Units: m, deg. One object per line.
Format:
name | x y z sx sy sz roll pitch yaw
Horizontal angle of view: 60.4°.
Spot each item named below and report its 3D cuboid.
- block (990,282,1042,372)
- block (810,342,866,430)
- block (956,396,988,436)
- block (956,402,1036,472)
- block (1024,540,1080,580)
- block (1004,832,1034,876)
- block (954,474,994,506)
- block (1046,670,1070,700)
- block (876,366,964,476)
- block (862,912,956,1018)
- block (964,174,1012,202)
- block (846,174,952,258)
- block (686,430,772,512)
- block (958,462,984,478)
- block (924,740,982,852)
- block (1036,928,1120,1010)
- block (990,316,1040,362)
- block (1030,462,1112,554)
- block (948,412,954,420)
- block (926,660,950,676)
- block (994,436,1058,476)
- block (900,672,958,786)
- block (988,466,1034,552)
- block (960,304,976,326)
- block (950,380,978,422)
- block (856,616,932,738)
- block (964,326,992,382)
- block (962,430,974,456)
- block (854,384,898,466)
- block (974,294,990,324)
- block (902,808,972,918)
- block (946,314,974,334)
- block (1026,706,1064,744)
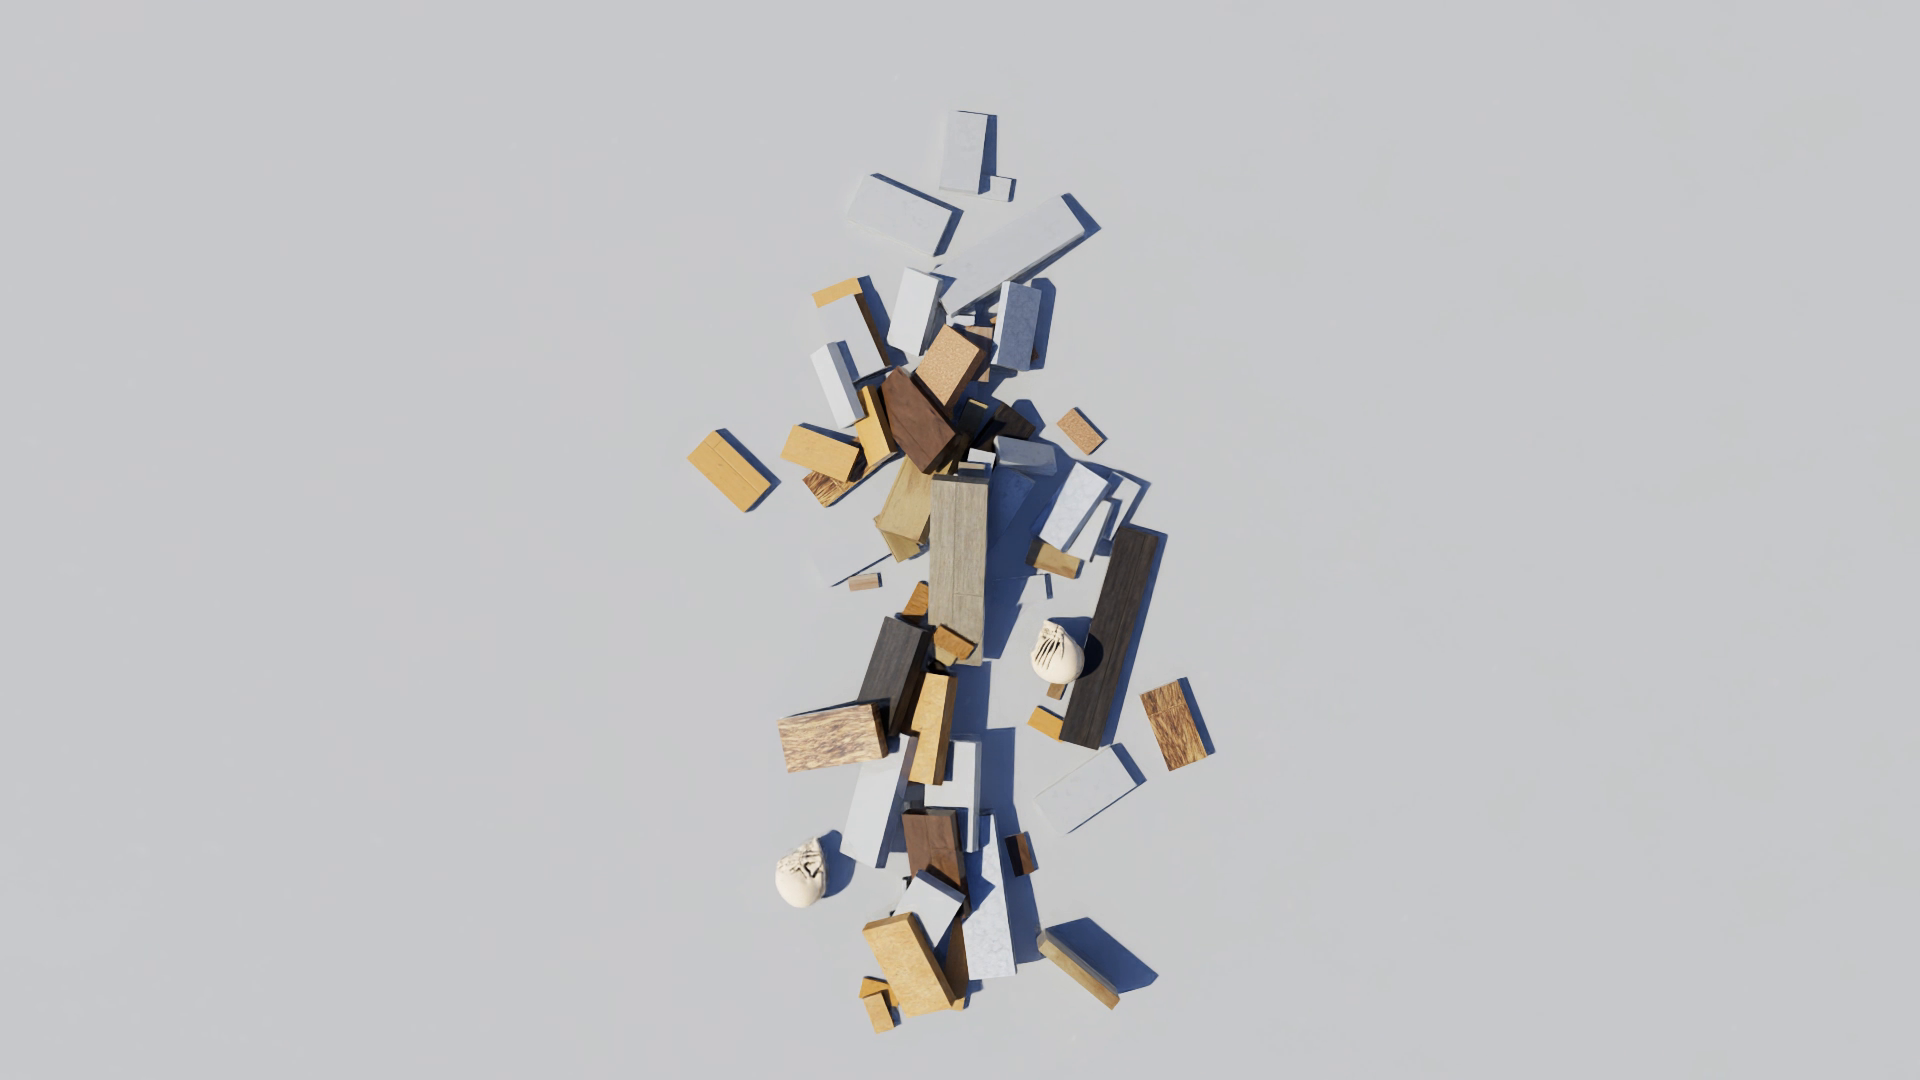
block | 0.183 -0.700 5.418 0.136 0.039 0.272 9 90 -36
block | -0.404 -0.508 5.433 0.038 0.133 0.266 -22 90 -31
block | 0.034 -0.400 5.463 0.068 0.019 0.135 21 110 -8
block | 0.115 -0.303 5.456 0.137 0.039 0.275 36 90 -22
block | 0.309 0.065 5.488 0.172 0.024 0.086 18 90 0
block | 0.197 1.047 5.491 0.067 0.019 0.133 -16 90 0
block | 0.017 -0.070 5.372 0.135 0.038 0.269 12 90 0
block | 0.325 0.483 5.493 0.046 0.013 0.093 22 90 0
block | -0.150 -0.391 5.374 0.171 0.049 0.343 -49 61 17
block | -0.166 1.394 5.405 0.173 0.049 0.346 -20 103 24
block | 0.092 -1.174 5.489 0.149 0.021 0.074 10 90 0
block | -0.203 -1.078 5.478 0.315 0.045 0.158 24 90 0
block | -0.767 -0.228 5.481 0.262 0.037 0.131 44 90 0
block | 0.030 -0.163 5.317 0.084 0.024 0.168 6 90 0
block | -0.025 0.835 5.416 0.177 0.050 0.354 2 90 25
block | 0.387 1.410 5.423 0.309 0.154 0.044 39 90 0
block | 0.181 -0.670 5.487 0.092 0.026 0.184 -26 90 0
block | 0.365 -0.107 5.449 0.137 0.039 0.275 35 90 30
block | -0.054 -0.464 5.466 0.019 0.068 0.135 -7 90 -32
block | -0.065 0.441 5.465 0.049 0.014 0.098 -23 115 23
block | 0.215 -0.278 5.422 0.206 0.029 0.103 9 53 -22
block | -0.114 0.615 5.409 0.177 0.050 0.354 4 84 41
block | 0.118 -0.112 5.440 0.137 0.039 0.275 32 107 -1
block | 0.002 -0.793 5.464 0.092 0.026 0.184 -4 93 1
block | 0.013 -0.480 5.459 0.088 0.025 0.176 0 109 0
block | -0.225 0.447 5.421 0.179 0.051 0.358 19 90 42
block | 0.056 -0.610 5.408 0.088 0.025 0.176 5 88 -3
block | 0.028 -0.293 5.473 0.067 0.019 0.135 -23 105 0
block | -0.290 -0.375 5.424 0.034 0.120 0.239 -10 76 -42
block | 0.049 -0.800 5.489 0.074 0.021 0.149 23 90 0
block | -0.076 1.057 5.393 0.177 0.050 0.354 -3 102 26
block | -0.001 -0.654 5.456 0.092 0.026 0.184 2 108 -1
block | 0.296 0.615 5.491 0.132 0.019 0.066 29 90 0
